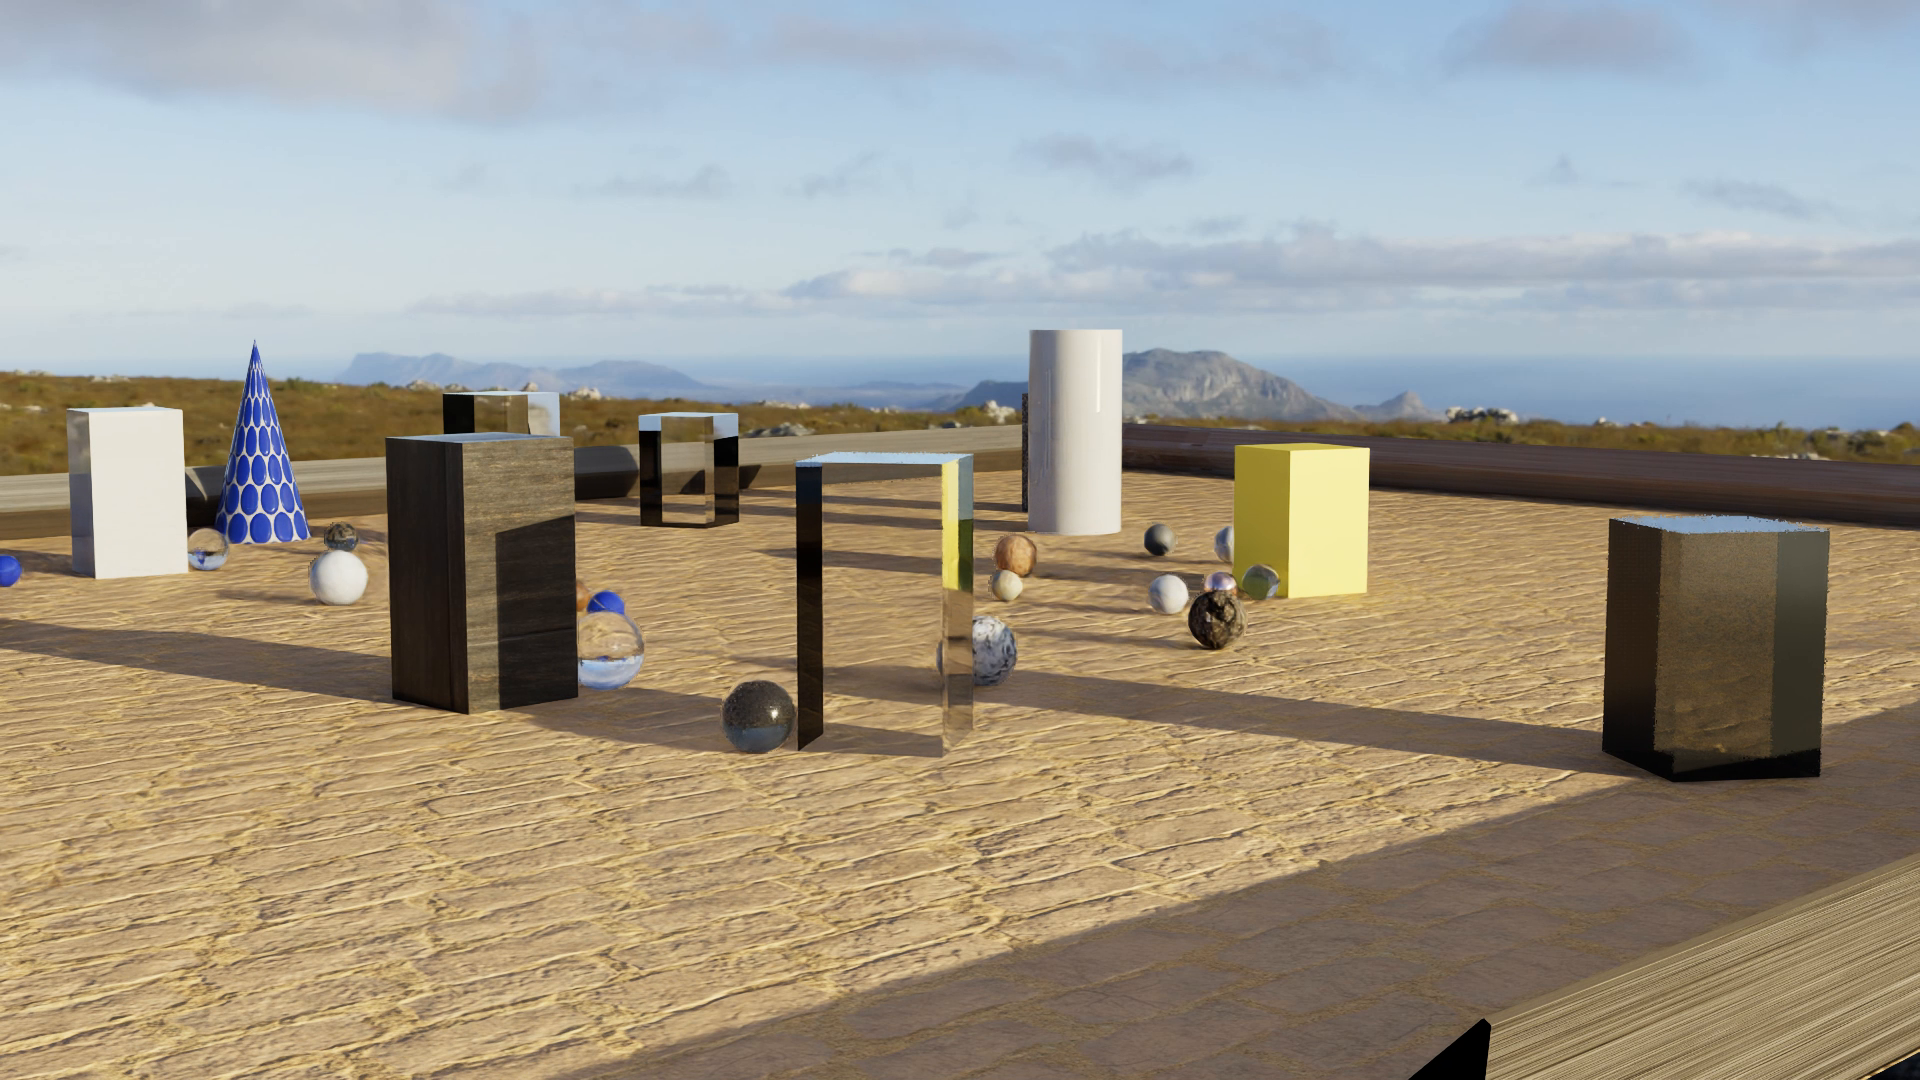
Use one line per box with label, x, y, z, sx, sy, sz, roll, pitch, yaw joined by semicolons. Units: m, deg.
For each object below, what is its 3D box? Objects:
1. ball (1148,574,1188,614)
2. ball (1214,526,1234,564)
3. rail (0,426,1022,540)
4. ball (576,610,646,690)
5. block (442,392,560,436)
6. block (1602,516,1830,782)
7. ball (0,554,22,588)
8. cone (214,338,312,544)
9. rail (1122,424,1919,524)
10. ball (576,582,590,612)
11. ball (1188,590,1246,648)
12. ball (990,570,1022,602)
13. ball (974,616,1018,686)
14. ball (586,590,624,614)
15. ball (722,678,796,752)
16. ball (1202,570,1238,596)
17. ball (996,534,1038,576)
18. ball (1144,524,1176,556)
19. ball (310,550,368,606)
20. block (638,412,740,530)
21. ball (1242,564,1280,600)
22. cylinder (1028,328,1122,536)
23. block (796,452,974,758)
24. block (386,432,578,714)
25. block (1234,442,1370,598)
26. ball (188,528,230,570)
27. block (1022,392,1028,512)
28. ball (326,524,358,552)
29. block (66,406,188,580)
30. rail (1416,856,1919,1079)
ball;0.302;0.079;3.187;0.058;0.058;0.058;0;6;0
ball;0.474;0.008;3.817;0.067;0.067;0.067;0;6;0
rail;-1.261;-0.113;4.691;4.462;0.121;0.045;-6;8;-42
ball;-0.413;0.129;2.557;0.093;0.093;0.093;0;6;0
block;-0.847;-0.129;4.073;0.149;0.286;0.149;4;7;31
block;0.731;0.102;2.138;0.149;0.235;0.149;-1;6;-9
ball;-1.521;0.049;3.498;0.053;0.053;0.053;0;6;0
cone;-1.347;-0.195;4.221;0.186;0.385;0.186;0;6;0
rail;1.622;-0.126;4.821;0.045;0.121;3.766;-6;8;-42
ball;-0.563;0.083;3.206;0.047;0.047;0.047;0;6;0
ball;0.336;0.104;2.871;0.076;0.076;0.076;0;6;0
ball;0.070;0.069;3.332;0.047;0.047;0.047;0;6;0
ball;0.025;0.130;2.585;0.084;0.084;0.084;0;6;0
ball;-0.492;0.096;3.058;0.052;0.052;0.052;0;6;0
ball;-0.202;0.176;2.201;0.074;0.074;0.074;0;6;0
ball;0.389;0.072;3.282;0.052;0.052;0.052;0;6;0
ball;0.093;0.025;3.645;0.070;0.070;0.070;0;6;0
ball;0.358;0.000;3.943;0.057;0.057;0.057;0;6;0
ball;-0.926;0.057;3.278;0.083;0.083;0.083;0;6;0
block;-0.554;-0.144;4.502;0.149;0.225;0.149;2;6;21
ball;0.458;0.064;3.343;0.056;0.056;0.056;0;6;0
cylinder;0.229;-0.218;4.372;0.186;0.400;0.186;0;6;0
block;-0.075;0.061;2.251;0.149;0.292;0.149;1;6;12
block;-0.542;0.032;2.495;0.149;0.298;0.149;6;8;42
block;0.535;-0.034;3.459;0.149;0.226;0.149;-3;7;-27
ball;-1.272;0.016;3.717;0.072;0.072;0.072;0;6;0
block;0.240;-0.191;4.792;0.149;0.258;0.149;5;8;41
ball;-1.113;-0.002;3.961;0.057;0.057;0.057;0;6;0
block;-1.400;-0.083;3.695;0.149;0.273;0.149;-4;7;-35
rail;1.261;0.176;1.973;4.462;0.121;0.045;-6;8;-42
